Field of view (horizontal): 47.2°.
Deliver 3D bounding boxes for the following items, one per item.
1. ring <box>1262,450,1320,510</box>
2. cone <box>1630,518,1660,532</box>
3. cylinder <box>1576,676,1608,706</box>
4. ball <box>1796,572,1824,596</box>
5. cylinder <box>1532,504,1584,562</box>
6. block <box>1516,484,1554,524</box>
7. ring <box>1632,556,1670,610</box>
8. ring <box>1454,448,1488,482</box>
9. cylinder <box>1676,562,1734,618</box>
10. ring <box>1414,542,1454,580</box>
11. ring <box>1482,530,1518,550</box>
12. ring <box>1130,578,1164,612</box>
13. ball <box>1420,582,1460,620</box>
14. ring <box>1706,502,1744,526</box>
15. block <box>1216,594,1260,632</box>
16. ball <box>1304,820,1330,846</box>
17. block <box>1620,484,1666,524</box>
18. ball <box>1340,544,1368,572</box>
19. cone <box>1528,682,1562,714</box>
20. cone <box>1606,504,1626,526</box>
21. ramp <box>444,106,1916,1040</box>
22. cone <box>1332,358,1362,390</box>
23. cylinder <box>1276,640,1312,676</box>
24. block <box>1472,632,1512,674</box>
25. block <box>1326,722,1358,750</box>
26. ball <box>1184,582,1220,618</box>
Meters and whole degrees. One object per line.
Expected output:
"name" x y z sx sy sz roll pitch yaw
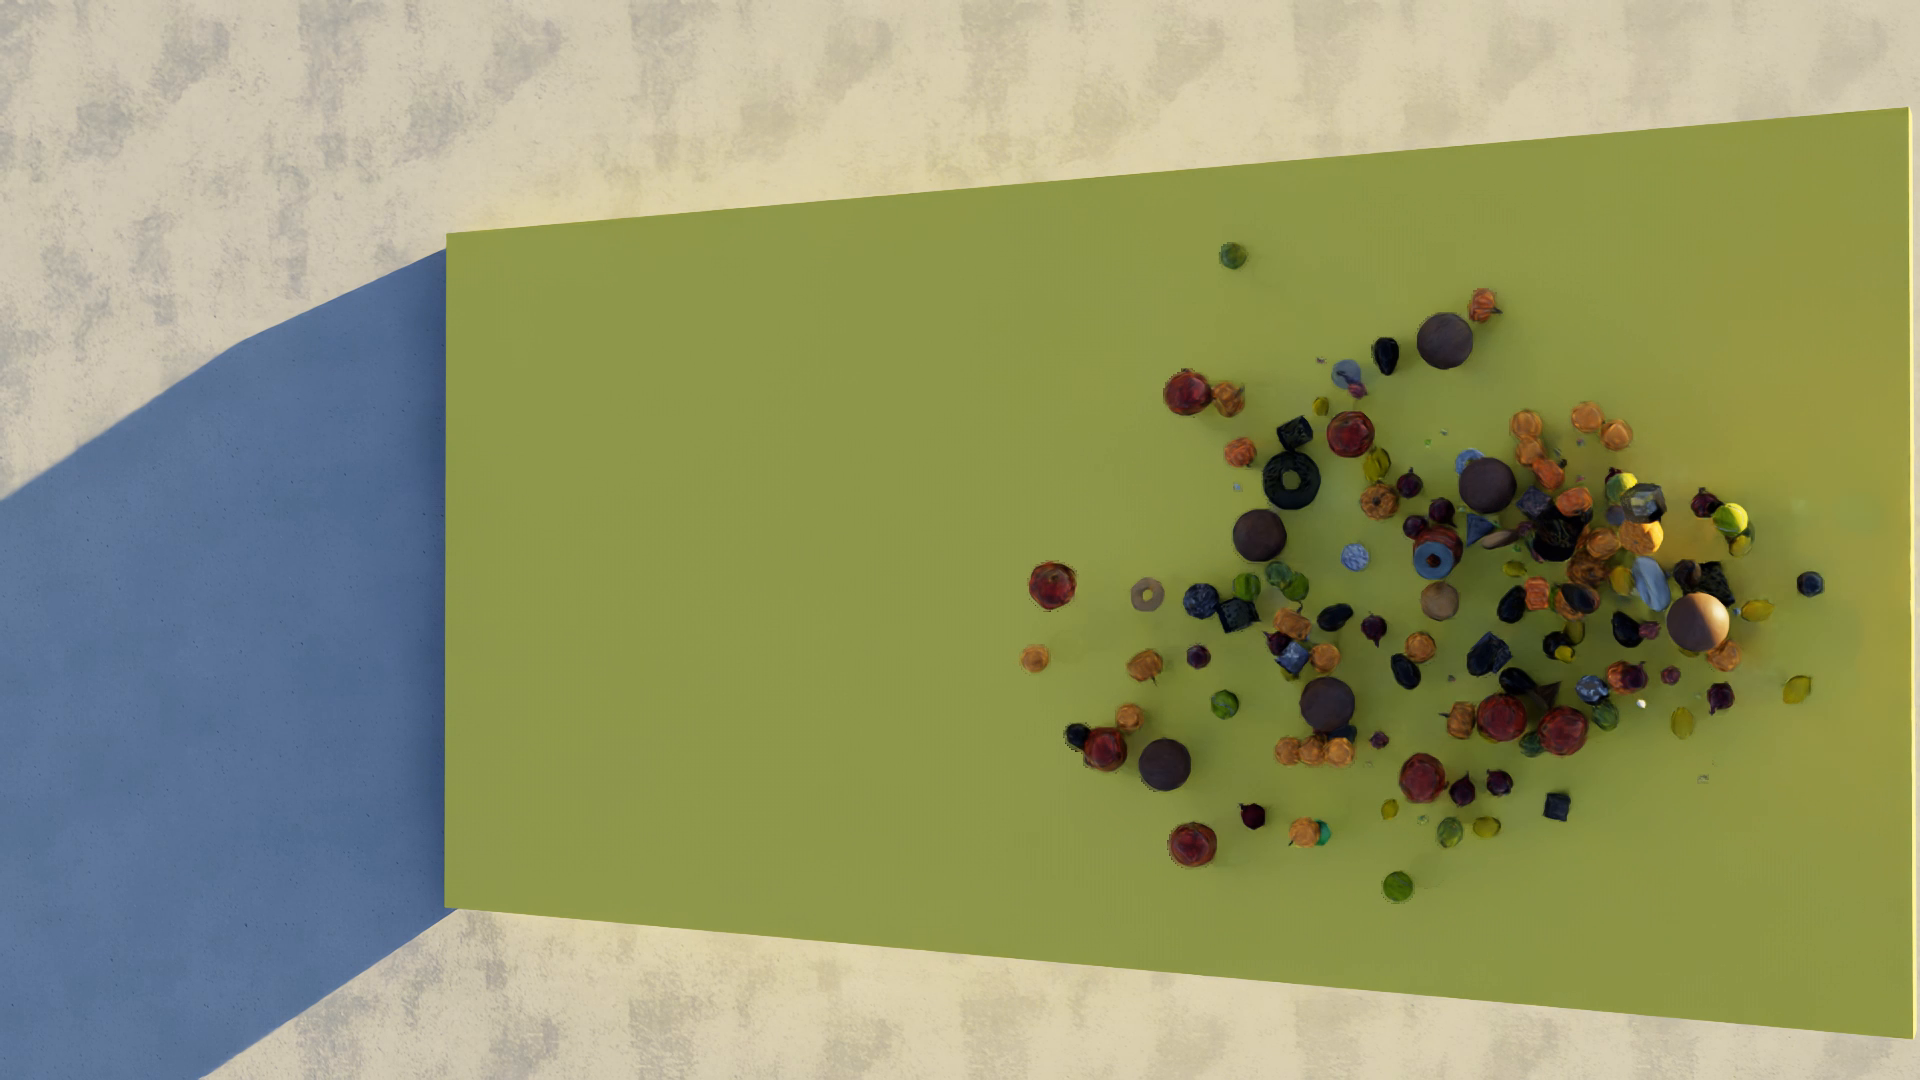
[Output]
"ring" 0.801 -0.144 5.320 0.145 0.048 0.145 0 91 27
"cone" 1.510 -0.053 4.900 0.077 0.077 0.077 4 96 38
"cylinder" 1.429 0.340 4.969 0.062 0.062 0.062 -6 76 26
"ball" 1.848 0.096 4.781 0.056 0.056 0.056 0 89 0
"cylinder" 1.339 -0.015 4.924 0.092 0.092 0.092 1 51 -1
"block" 1.320 -0.080 5.039 0.058 0.058 0.058 38 91 29
"ring" 1.531 0.096 4.873 0.043 0.130 0.130 -21 89 0
"ring" 1.193 -0.176 5.133 0.077 0.026 0.077 1 93 24
"cylinder" 1.646 0.109 4.855 0.094 0.094 0.094 -18 71 0
"ring" 1.089 0.048 5.054 0.092 0.031 0.092 3 101 15
"ring" 1.244 -0.002 5.070 0.088 0.088 0.029 -14 78 0
"ring" 0.464 0.136 5.450 0.089 0.030 0.089 -9 69 23
"ball" 1.119 0.143 5.131 0.091 0.091 0.091 0 89 0
"ring" 1.670 -0.057 4.796 0.086 0.086 0.029 28 88 0
"block" 0.678 0.180 5.366 0.071 0.071 0.071 -25 78 24
"ball" 0.856 0.703 5.273 0.064 0.064 0.064 0 89 0
"block" 1.443 -0.077 4.642 0.061 0.061 0.061 -35 115 -30
"ball" 0.939 0.041 5.237 0.066 0.066 0.066 0 89 0
"cone" 1.347 0.345 5.016 0.072 0.072 0.072 -41 90 -8
"cone" 1.492 -0.060 4.967 0.051 0.051 0.051 9 106 32
"ramp" 0.279 0.079 5.665 4.000 0.100 2.000 0 89 27
"cone" 0.912 -0.399 5.251 0.075 0.075 0.075 0 89 27
"cylinder" 0.800 0.283 5.273 0.061 0.061 0.061 39 87 0
"block" 1.226 0.260 5.071 0.058 0.058 0.058 -43 134 -8
"block" 0.912 0.466 5.254 0.051 0.051 0.051 18 98 28
"ball" 0.593 0.149 5.400 0.088 0.088 0.088 0 89 0
